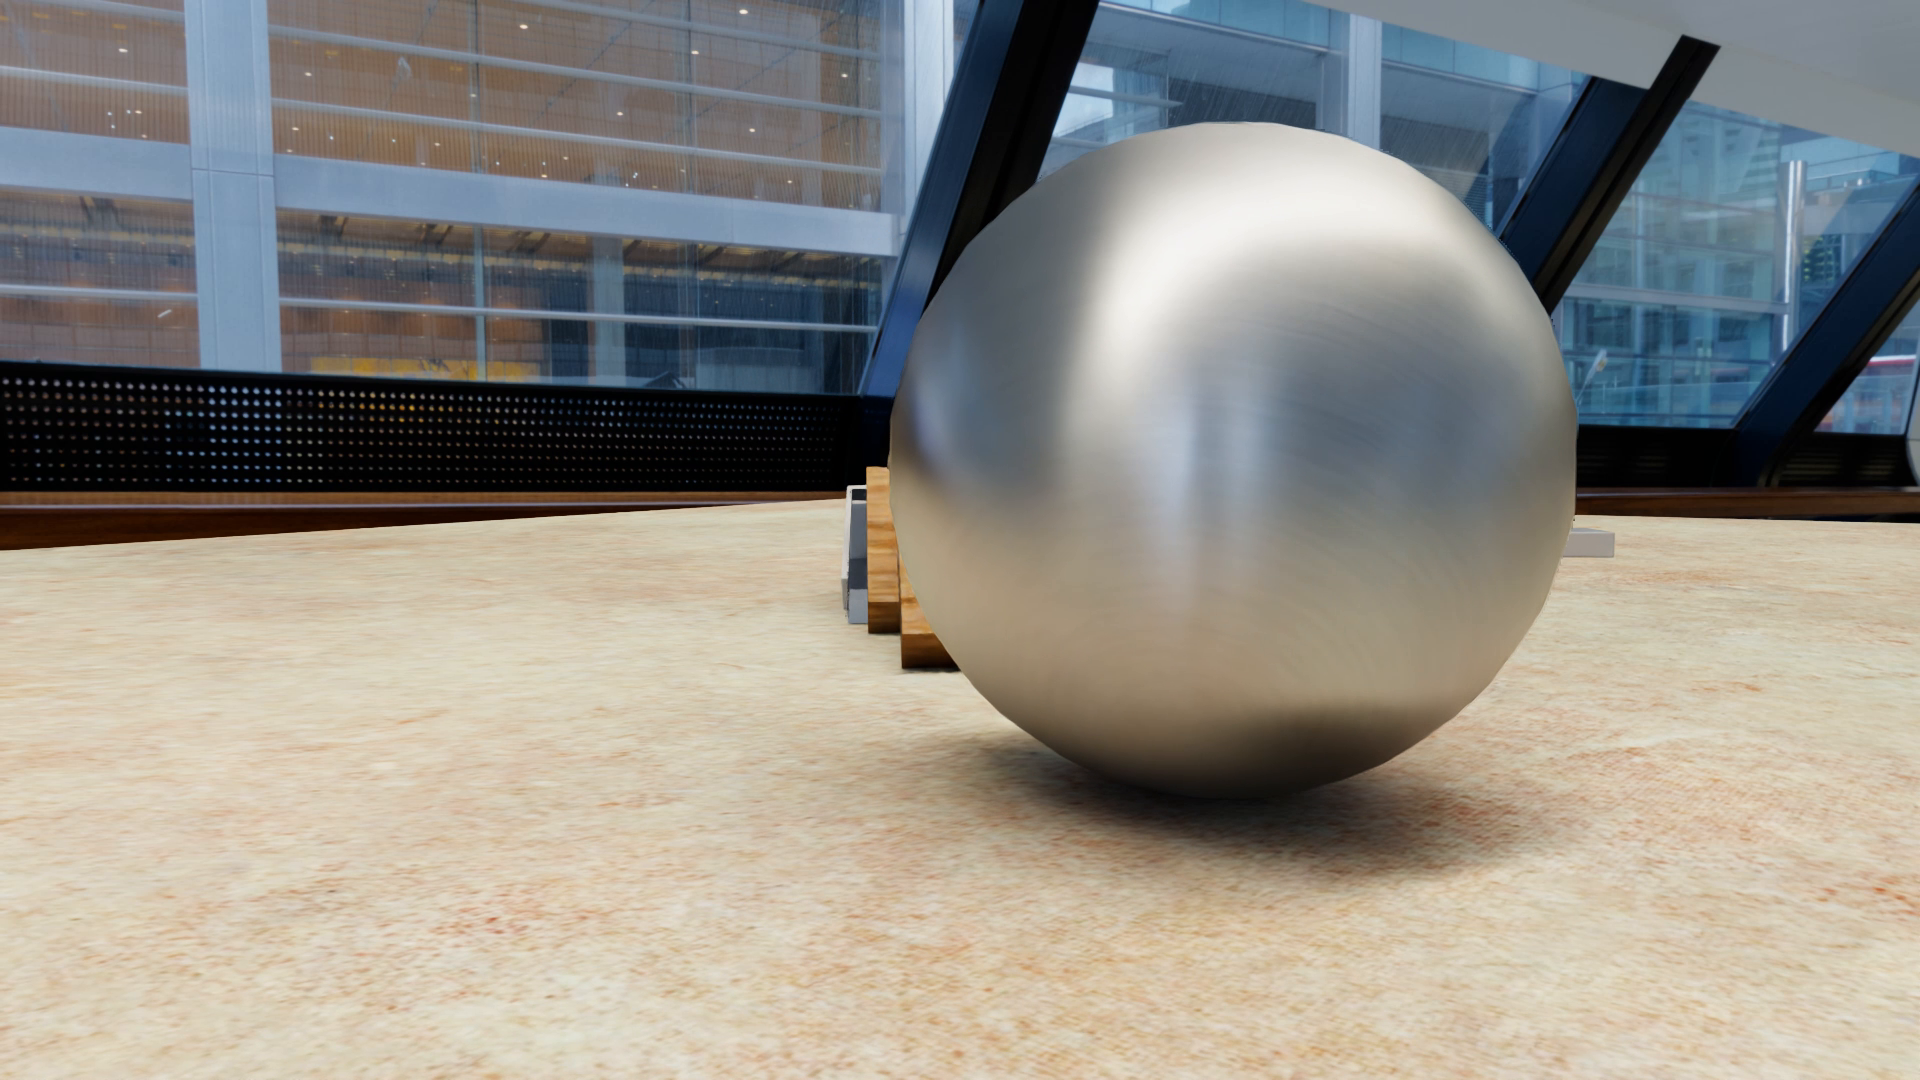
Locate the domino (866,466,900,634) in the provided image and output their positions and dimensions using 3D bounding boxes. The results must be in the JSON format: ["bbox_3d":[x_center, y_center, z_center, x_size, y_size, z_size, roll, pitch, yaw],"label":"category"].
[{"bbox_3d":[-0.010,0.001,0.306,0.025,0.009,0.050,0,40,-4],"label":"domino"}]

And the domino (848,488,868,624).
[{"bbox_3d":[-0.015,0.003,0.325,0.025,0.009,0.050,0,30,-3],"label":"domino"}]

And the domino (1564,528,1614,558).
[{"bbox_3d":[0.220,0.001,0.493,0.050,0.010,0.025,0,4,2],"label":"domino"}]

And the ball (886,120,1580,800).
[{"bbox_3d":[0.031,-0.009,0.156,0.080,0.080,0.080,0,4,0],"label":"ball"}]

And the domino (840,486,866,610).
[{"bbox_3d":[-0.019,0.001,0.348,0.025,0.009,0.050,-2,30,-2],"label":"domino"}]

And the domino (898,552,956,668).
[{"bbox_3d":[0.000,0.004,0.260,0.025,0.010,0.050,0,43,-4],"label":"domino"}]
